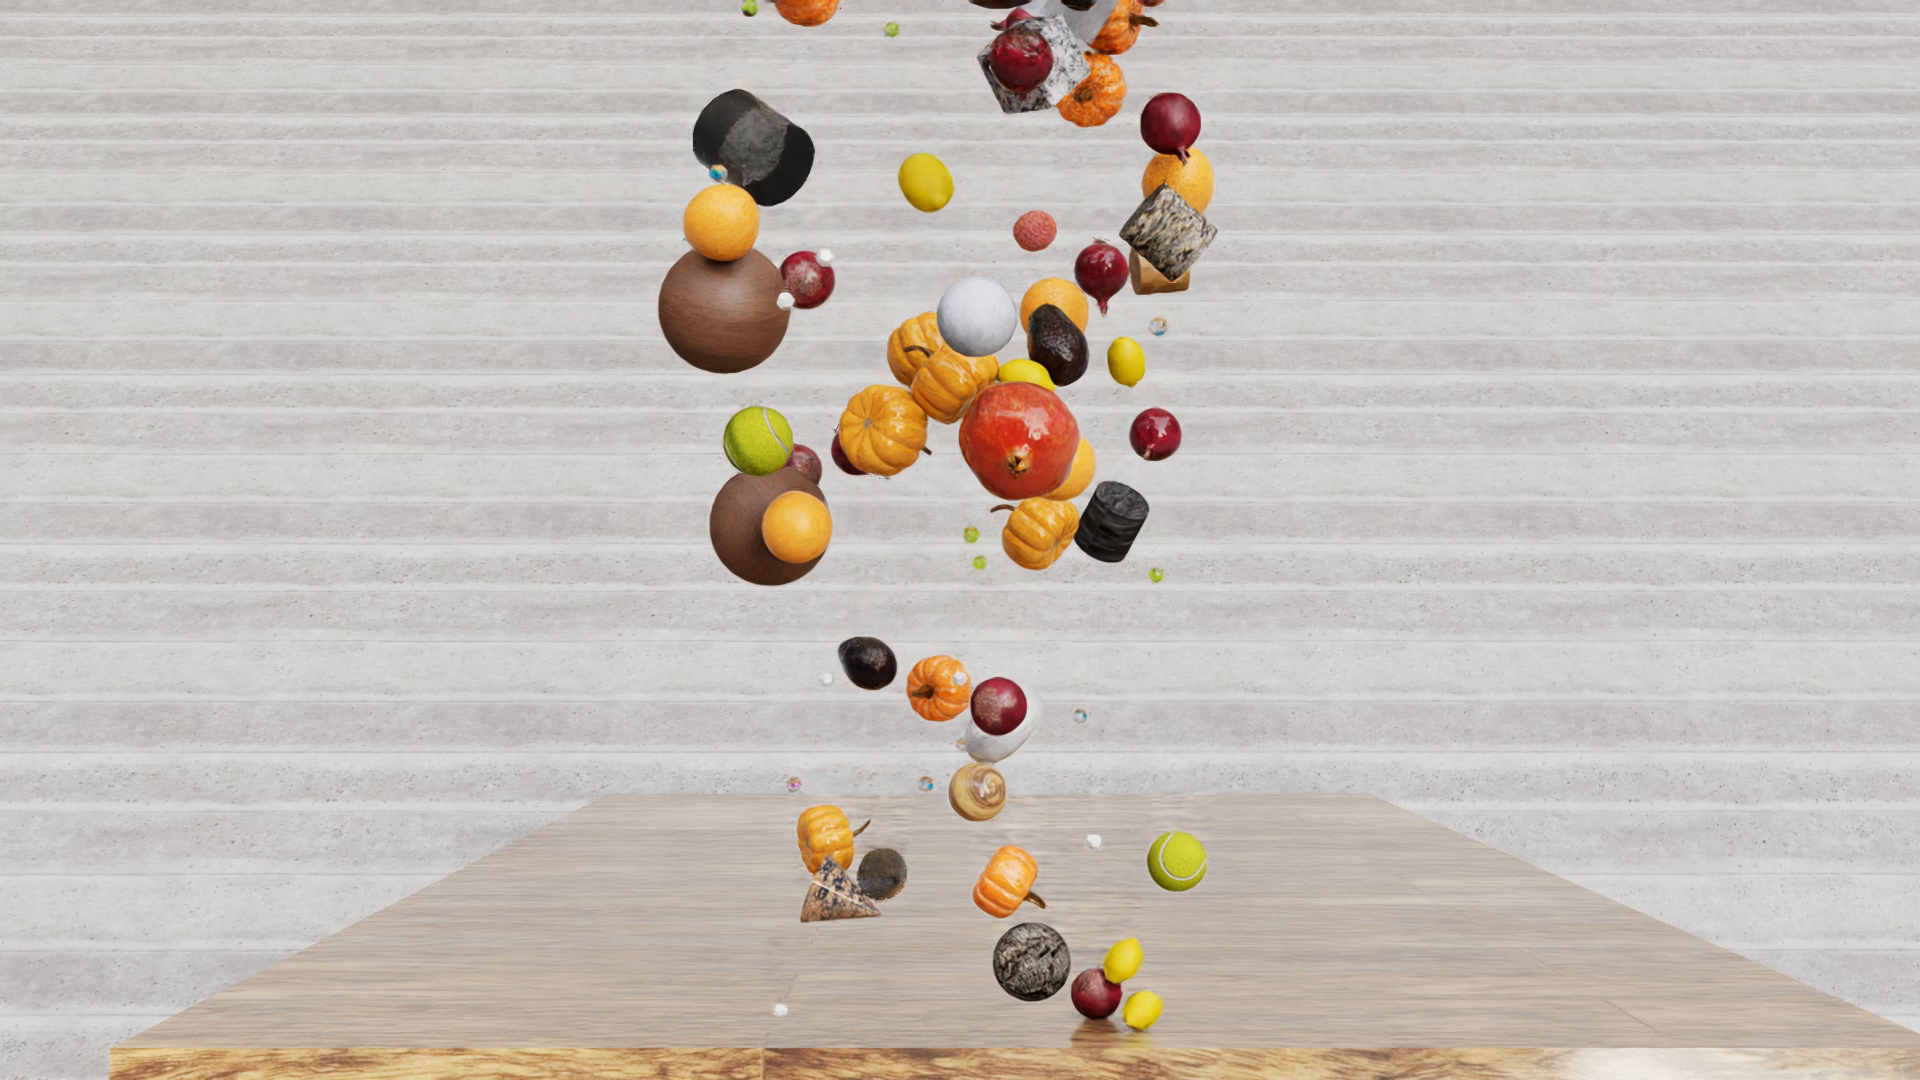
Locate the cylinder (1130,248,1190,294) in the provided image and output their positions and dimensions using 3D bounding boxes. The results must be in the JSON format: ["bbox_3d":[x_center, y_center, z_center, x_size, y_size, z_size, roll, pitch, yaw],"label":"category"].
[{"bbox_3d":[0.220,-0.301,2.869,0.055,0.055,0.055,-6,35,-9],"label":"cylinder"}]

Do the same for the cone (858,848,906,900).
[{"bbox_3d":[-0.083,0.409,3.144,0.065,0.065,0.065,-15,7,-21],"label":"cone"}]

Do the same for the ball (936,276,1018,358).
[{"bbox_3d":[0.015,-0.204,2.381,0.074,0.074,0.074,0,35,0],"label":"ball"}]

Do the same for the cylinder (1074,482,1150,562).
[{"bbox_3d":[0.169,-0.020,2.905,0.065,0.065,0.065,18,35,-13],"label":"cylinder"}]

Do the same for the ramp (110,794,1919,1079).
[{"bbox_3d":[0.076,0.659,4.817,2.000,0.100,4.000,0,-2,0],"label":"ramp"}]

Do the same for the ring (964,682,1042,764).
[{"bbox_3d":[0.050,0.215,3.055,0.110,0.037,0.110,-39,24,21],"label":"ring"}]

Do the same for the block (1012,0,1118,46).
[{"bbox_3d":[0.098,-0.570,2.588,0.096,0.096,0.096,43,19,33],"label":"block"}]

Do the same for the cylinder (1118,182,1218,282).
[{"bbox_3d":[0.196,-0.290,2.449,0.066,0.066,0.066,40,38,-9],"label":"cylinder"}]

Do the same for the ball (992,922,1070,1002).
[{"bbox_3d":[0.082,0.480,2.958,0.089,0.089,0.089,0,35,0],"label":"ball"}]

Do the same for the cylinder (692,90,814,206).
[{"bbox_3d":[-0.217,-0.412,2.727,0.092,0.092,0.092,-25,46,-31],"label":"cylinder"}]

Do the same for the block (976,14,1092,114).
[{"bbox_3d":[0.069,-0.445,2.432,0.064,0.064,0.064,3,40,49],"label":"block"}]

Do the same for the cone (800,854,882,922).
[{"bbox_3d":[-0.135,0.442,3.169,0.091,0.091,0.091,21,38,8],"label":"cone"}]

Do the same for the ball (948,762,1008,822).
[{"bbox_3d":[0.019,0.266,2.747,0.063,0.063,0.063,0,35,0],"label":"ball"}]
